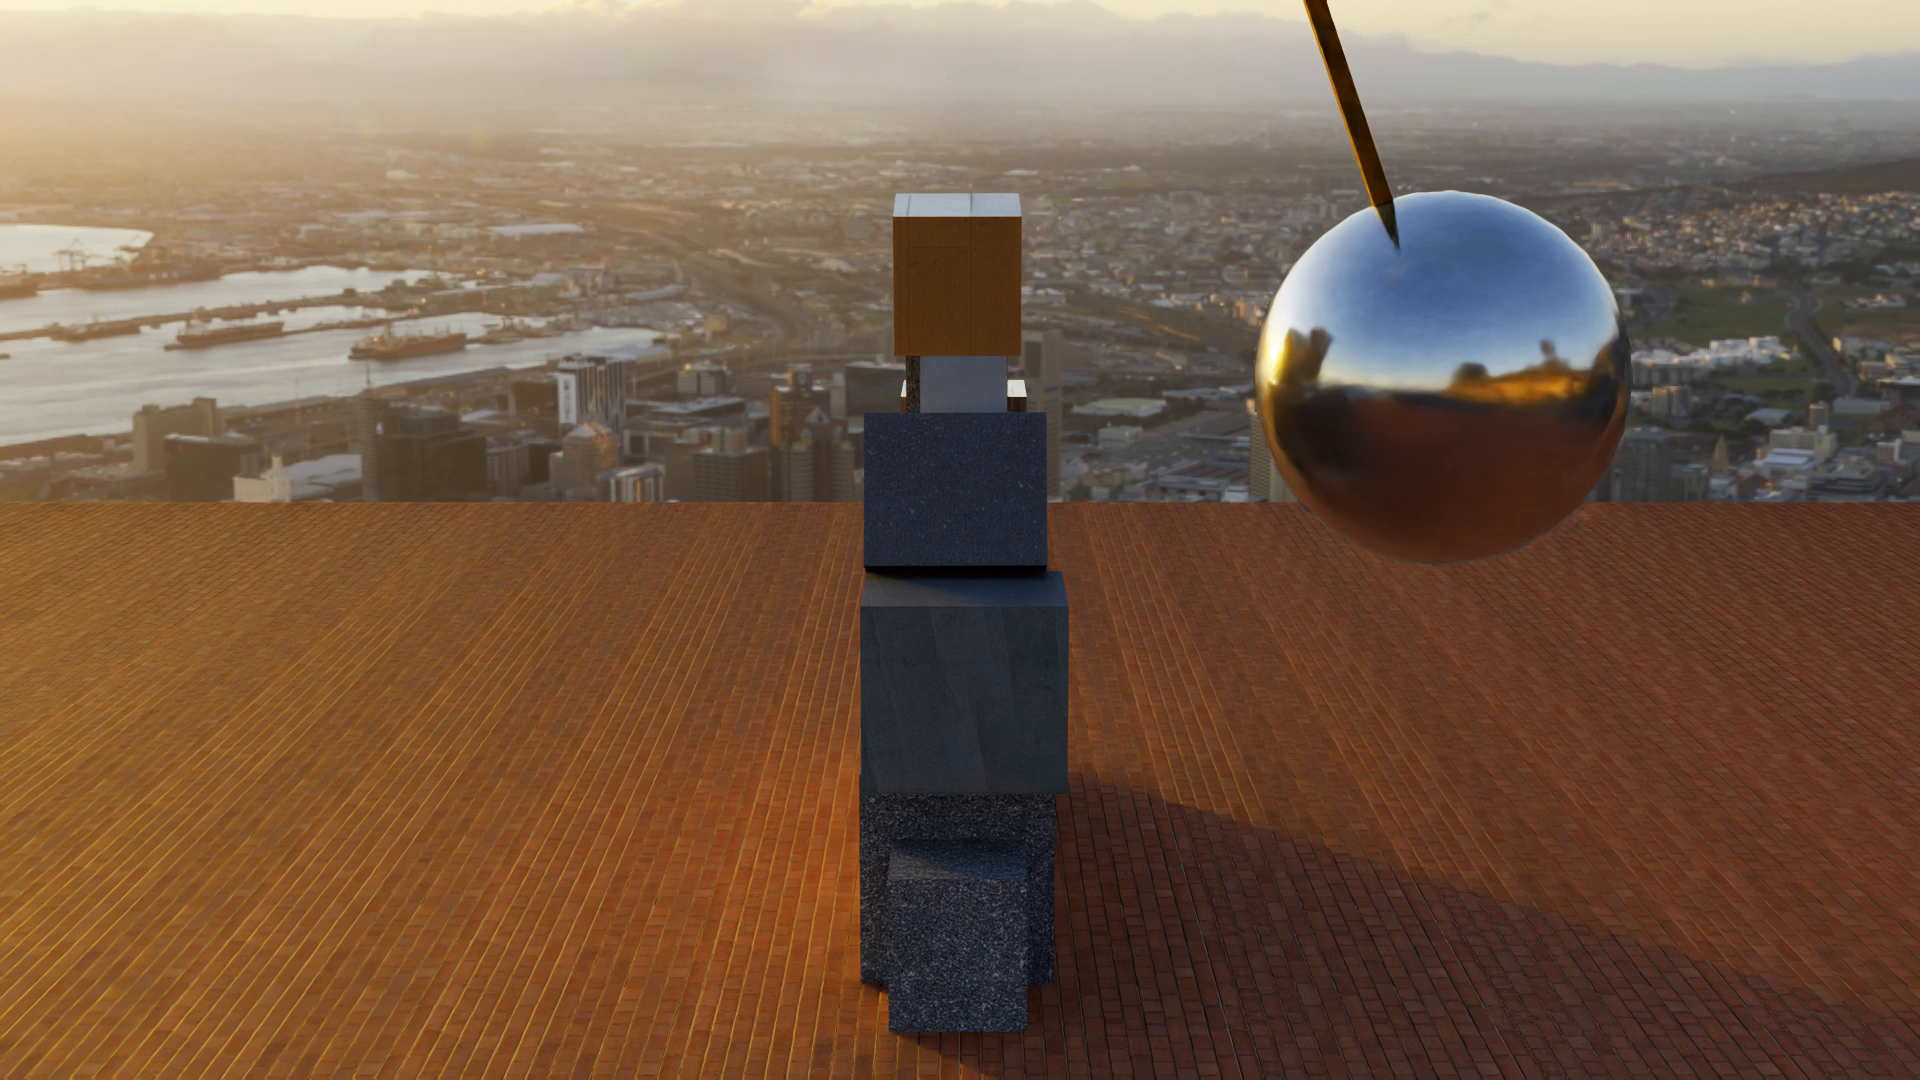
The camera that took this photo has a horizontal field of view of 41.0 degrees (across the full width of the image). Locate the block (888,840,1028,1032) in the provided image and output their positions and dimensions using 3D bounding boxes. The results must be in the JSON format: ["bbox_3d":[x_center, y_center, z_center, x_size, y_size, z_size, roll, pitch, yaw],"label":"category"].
[{"bbox_3d":[-0.007,1.491,9.721,0.514,0.588,0.501,0,10,0],"label":"block"}]

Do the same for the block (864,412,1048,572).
[{"bbox_3d":[-0.018,-0.158,10.346,0.714,0.603,0.692,0,-7,0],"label":"block"}]

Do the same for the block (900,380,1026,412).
[{"bbox_3d":[0.018,-0.407,12.096,0.575,0.622,0.656,0,10,0],"label":"block"}]

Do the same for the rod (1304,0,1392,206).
[{"bbox_3d":[0.899,-3.837,10.483,0.080,5.200,0.080,-20,10,4],"label":"rod"}]

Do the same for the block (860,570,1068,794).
[{"bbox_3d":[0.017,0.538,9.887,0.772,0.718,0.688,0,10,0],"label":"block"}]

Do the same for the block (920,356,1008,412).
[{"bbox_3d":[0.015,-0.636,10.733,0.357,0.328,0.401,0,12,0],"label":"block"}]

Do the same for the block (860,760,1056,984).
[{"bbox_3d":[-0.011,1.253,10.317,0.756,0.843,0.738,0,10,0],"label":"block"}]

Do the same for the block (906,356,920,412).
[{"bbox_3d":[-0.018,-0.674,11.151,0.425,0.511,0.433,0,12,0],"label":"block"}]

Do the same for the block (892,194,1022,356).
[{"bbox_3d":[-0.010,-1.108,10.659,0.518,0.575,0.519,0,18,0],"label":"block"}]

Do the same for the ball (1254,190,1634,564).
[{"bbox_3d":[2.074,-0.698,11.053,1.600,1.600,1.600,0,10,0],"label":"ball"}]
